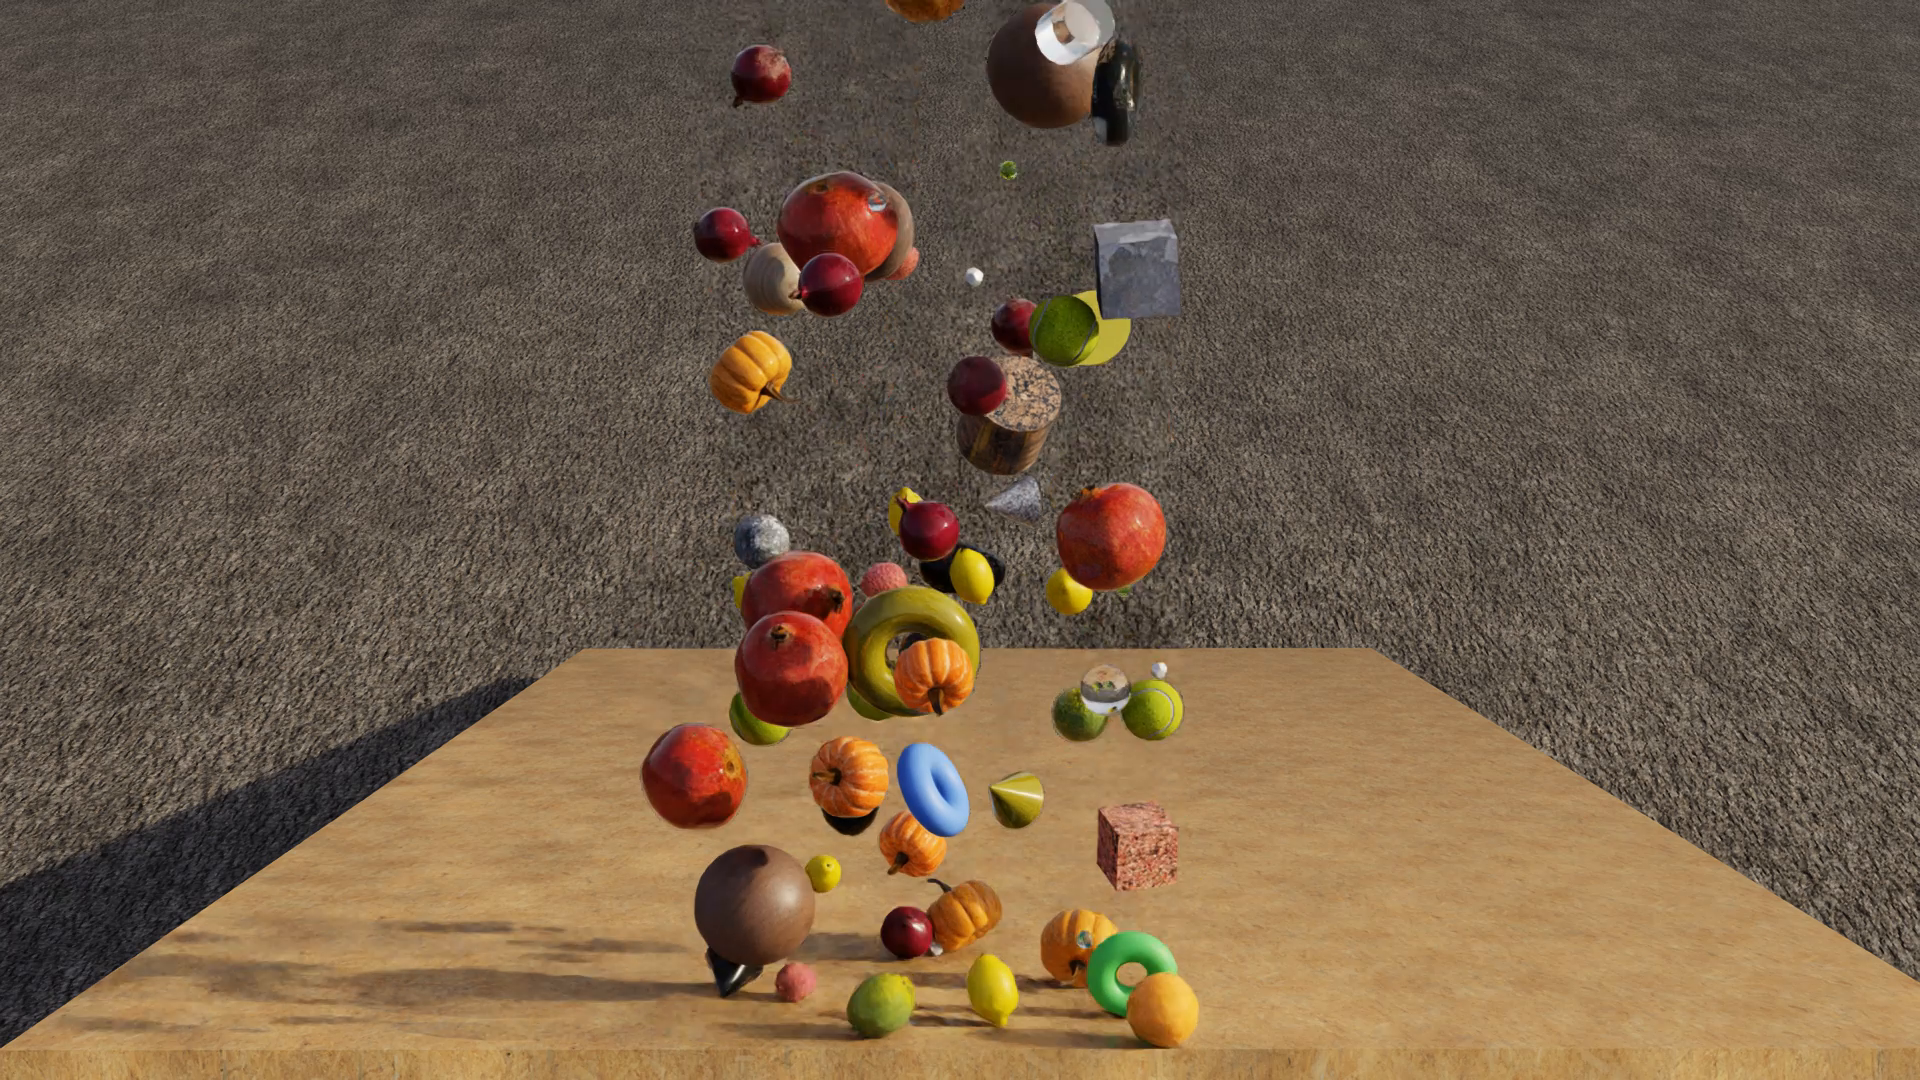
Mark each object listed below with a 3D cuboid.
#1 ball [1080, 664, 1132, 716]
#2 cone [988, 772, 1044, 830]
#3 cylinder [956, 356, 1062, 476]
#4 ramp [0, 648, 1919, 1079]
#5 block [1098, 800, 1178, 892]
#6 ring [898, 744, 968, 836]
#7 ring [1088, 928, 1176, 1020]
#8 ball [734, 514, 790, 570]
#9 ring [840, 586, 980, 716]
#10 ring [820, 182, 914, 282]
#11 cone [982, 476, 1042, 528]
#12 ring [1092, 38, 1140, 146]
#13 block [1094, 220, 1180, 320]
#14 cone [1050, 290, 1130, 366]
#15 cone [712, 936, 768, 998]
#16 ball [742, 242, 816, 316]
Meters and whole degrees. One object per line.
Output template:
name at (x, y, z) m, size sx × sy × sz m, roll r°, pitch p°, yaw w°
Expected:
ball at (0.150, 0.155, 2.644) m, size 0.053 × 0.053 × 0.053 m, roll 0°, pitch 21°, yaw 0°
cone at (0.041, 0.241, 2.446) m, size 0.057 × 0.057 × 0.057 m, roll 15°, pitch -10°, yaw 35°
cylinder at (0.051, -0.132, 2.726) m, size 0.093 × 0.093 × 0.093 m, roll 6°, pitch 61°, yaw -10°
ramp at (0.048, 0.439, 4.532) m, size 2.000 × 0.100 × 4.000 m, roll 0°, pitch 3°, yaw 0°
block at (0.202, 0.349, 2.931) m, size 0.071 × 0.071 × 0.071 m, roll -5°, pitch 21°, yaw -14°
ring at (-0.027, 0.251, 2.584) m, size 0.034 × 0.102 × 0.102 m, roll -29°, pitch 12°, yaw 20°
ring at (0.178, 0.449, 2.656) m, size 0.094 × 0.094 × 0.031 m, roll -3°, pitch 0°, yaw -8°
ball at (-0.209, 0.002, 2.701) m, size 0.059 × 0.059 × 0.059 m, roll 0°, pitch 21°, yaw 0°
ring at (-0.050, 0.111, 2.570) m, size 0.140 × 0.140 × 0.047 m, roll -1°, pitch 21°, yaw -2°
ring at (-0.095, -0.313, 2.610) m, size 0.104 × 0.104 × 0.035 m, roll 11°, pitch 2°, yaw 27°
cone at (0.049, -0.038, 2.705) m, size 0.056 × 0.056 × 0.056 m, roll -6°, pitch 22°, yaw -21°
ring at (0.150, -0.428, 2.457) m, size 0.034 × 0.103 × 0.103 m, roll 7°, pitch 22°, yaw 12°
block at (0.169, -0.260, 2.463) m, size 0.074 × 0.074 × 0.074 m, roll -4°, pitch 22°, yaw 0°
cone at (0.151, -0.213, 2.795) m, size 0.088 × 0.088 × 0.088 m, roll 7°, pitch -18°, yaw 18°
cone at (-0.250, 0.474, 2.772) m, size 0.065 × 0.065 × 0.065 m, roll 7°, pitch 48°, yaw 18°
ball at (-0.190, -0.274, 2.697) m, size 0.077 × 0.077 × 0.077 m, roll 0°, pitch 21°, yaw 0°
